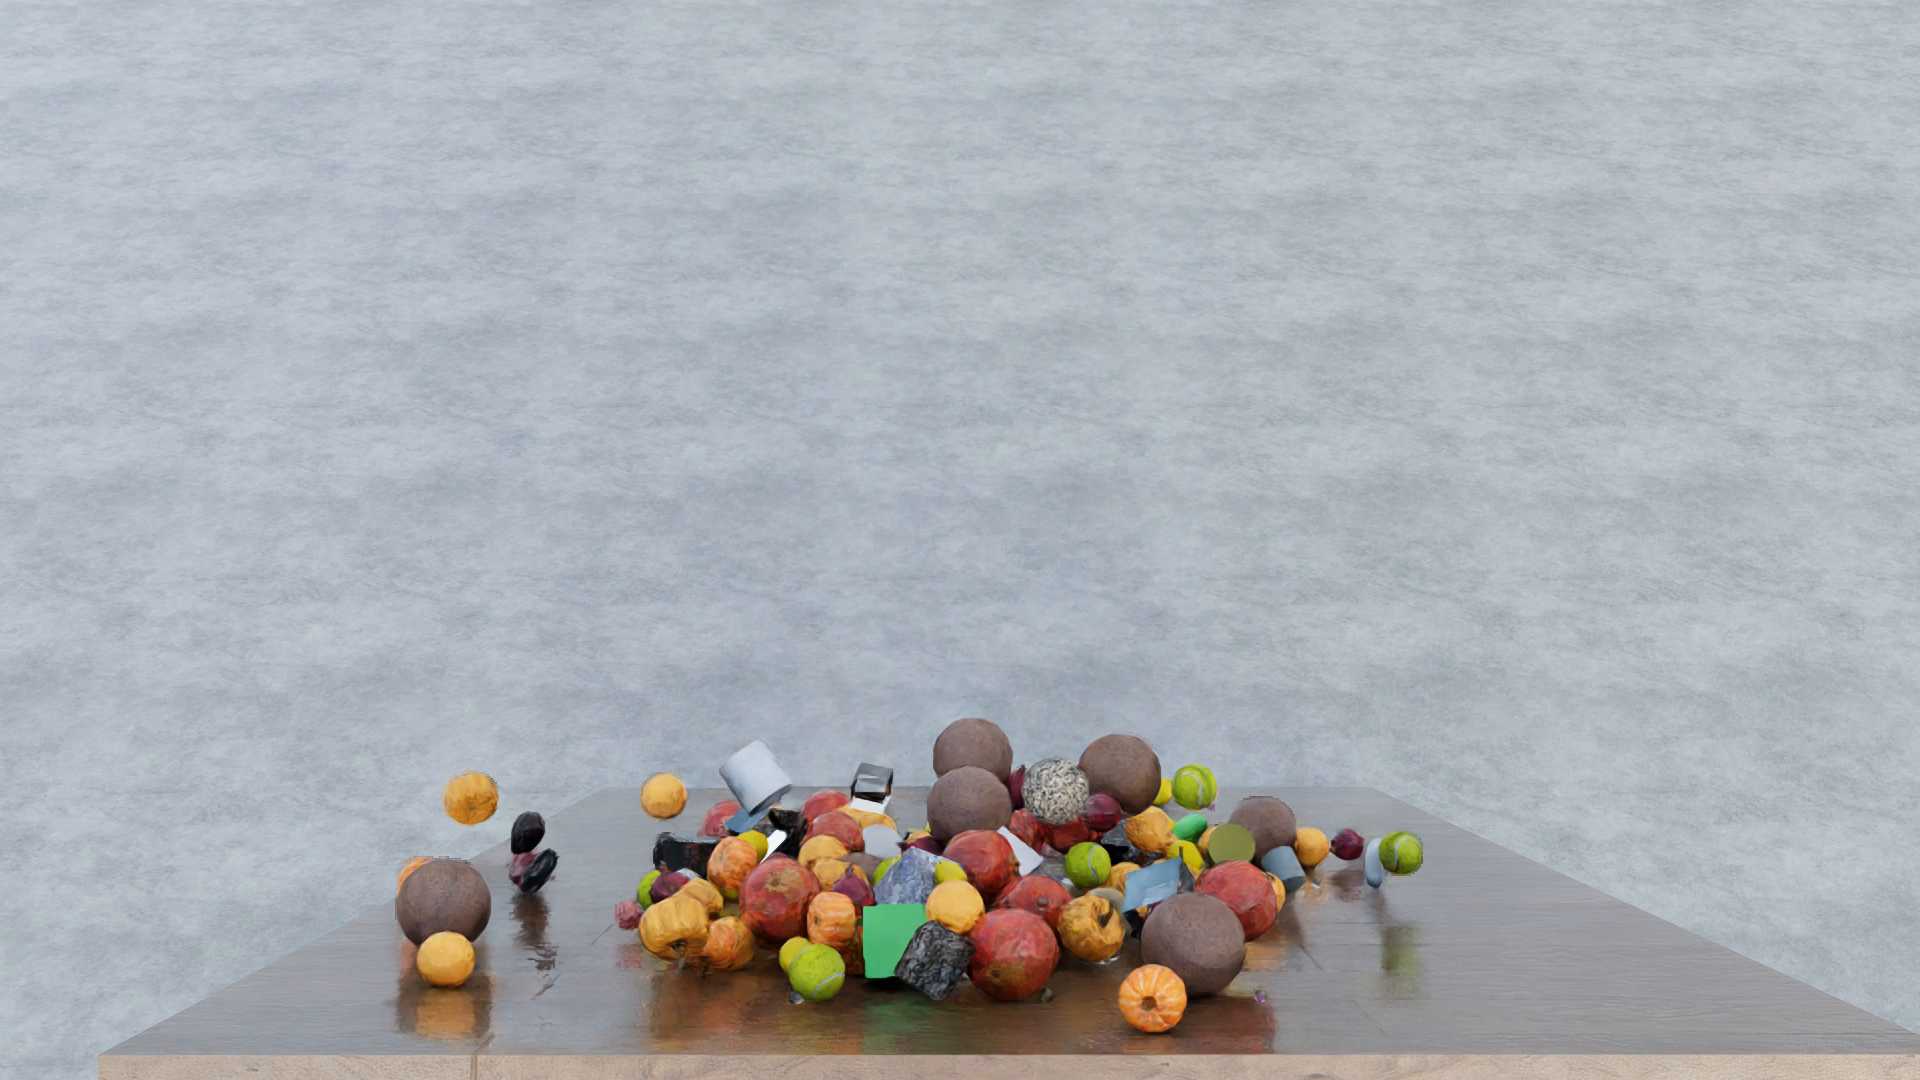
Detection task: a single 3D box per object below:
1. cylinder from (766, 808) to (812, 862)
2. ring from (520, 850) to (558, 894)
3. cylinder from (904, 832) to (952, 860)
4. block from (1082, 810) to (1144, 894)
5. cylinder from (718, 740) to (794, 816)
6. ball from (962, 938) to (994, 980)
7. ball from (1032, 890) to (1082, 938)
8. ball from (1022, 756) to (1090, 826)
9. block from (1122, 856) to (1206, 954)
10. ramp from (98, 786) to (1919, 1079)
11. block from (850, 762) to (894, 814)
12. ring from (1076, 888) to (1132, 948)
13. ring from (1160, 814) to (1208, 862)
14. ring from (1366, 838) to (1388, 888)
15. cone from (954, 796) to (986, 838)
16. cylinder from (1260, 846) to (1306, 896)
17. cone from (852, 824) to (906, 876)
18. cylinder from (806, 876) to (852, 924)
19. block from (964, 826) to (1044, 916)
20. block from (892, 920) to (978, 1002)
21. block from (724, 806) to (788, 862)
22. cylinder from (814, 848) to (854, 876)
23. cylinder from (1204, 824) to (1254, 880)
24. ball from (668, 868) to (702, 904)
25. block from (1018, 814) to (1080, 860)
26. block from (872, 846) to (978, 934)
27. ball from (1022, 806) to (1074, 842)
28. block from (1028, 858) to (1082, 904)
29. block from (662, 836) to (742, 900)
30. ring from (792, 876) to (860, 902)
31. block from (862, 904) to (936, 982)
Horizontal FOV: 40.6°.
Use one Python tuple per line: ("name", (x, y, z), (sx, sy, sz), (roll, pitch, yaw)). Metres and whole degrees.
("cylinder", (-0.316, 0.510, 4.486), (0.087, 0.087, 0.087), (-24, 11, -31))
("ring", (-0.666, 0.525, 4.105), (0.027, 0.081, 0.081), (38, 33, -13))
("cylinder", (-0.058, 0.561, 4.656), (0.071, 0.071, 0.071), (0, 33, -12))
("block", (0.250, 0.517, 4.289), (0.095, 0.095, 0.095), (8, 28, 3))
("cylinder", (-0.313, 0.365, 3.986), (0.083, 0.083, 0.083), (-29, 76, -36))
("ball", (0.018, 0.539, 3.334), (0.053, 0.053, 0.053), (0, 34, 0))
("ball", (0.136, 0.524, 3.642), (0.068, 0.068, 0.068), (0, 34, 0))
("ball", (0.127, 0.334, 3.448), (0.091, 0.091, 0.091), (0, 34, 0))
("block", (0.280, 0.500, 3.553), (0.082, 0.082, 0.082), (-20, 28, 22))
("ramp", (0.075, 0.649, 4.782), (2.000, 0.100, 4.000), (0, -1, 0))
("block", (-0.140, 0.394, 4.120), (0.053, 0.053, 0.053), (11, 28, 9))
("ring", (0.203, 0.534, 3.654), (0.090, 0.090, 0.030), (20, 3, 27))
("ring", (0.412, 0.553, 4.794), (0.109, 0.109, 0.036), (-28, 58, -35))
("ring", (0.706, 0.547, 4.394), (0.028, 0.083, 0.083), (3, 33, 21))
("cone", (0.029, 0.454, 4.322), (0.063, 0.063, 0.063), (21, 82, 28))
("cylinder", (0.513, 0.525, 4.117), (0.056, 0.056, 0.056), (-11, 55, -16))
("cone", (-0.154, 0.573, 4.641), (0.097, 0.097, 0.097), (7, 62, -12))
("cylinder", (-0.199, 0.546, 3.944), (0.067, 0.067, 0.067), (-1, -2, -2))
("block", (0.058, 0.472, 3.701), (0.076, 0.076, 0.076), (37, 25, 10))
("block", (-0.030, 0.506, 3.122), (0.065, 0.065, 0.065), (30, 8, 13))
("block", (-0.320, 0.457, 4.084), (0.061, 0.061, 0.061), (-44, 33, -22))
("cylinder", (-0.222, 0.568, 4.571), (0.051, 0.051, 0.051), (1, 26, -42))
("cylinder", (0.467, 0.540, 4.491), (0.081, 0.081, 0.081), (0, 69, 1))
("ball", (-0.443, 0.557, 4.179), (0.055, 0.055, 0.055), (0, 34, 0))
("block", (0.169, 0.561, 4.921), (0.083, 0.083, 0.083), (1, -2, -42))
("block", (-0.047, 0.484, 3.486), (0.089, 0.089, 0.089), (24, 28, -33))
("ball", (0.163, 0.513, 4.812), (0.095, 0.095, 0.095), (0, 34, 0))
("block", (0.136, 0.543, 4.062), (0.078, 0.078, 0.078), (1, -2, -36))
("block", (-0.426, 0.542, 4.290), (0.092, 0.092, 0.092), (-1, -2, 44))
("ring", (-0.217, 0.568, 4.215), (0.110, 0.037, 0.110), (-1, 0, 0))
("block", (-0.075, 0.509, 3.280), (0.089, 0.089, 0.089), (-2, 77, 1))
